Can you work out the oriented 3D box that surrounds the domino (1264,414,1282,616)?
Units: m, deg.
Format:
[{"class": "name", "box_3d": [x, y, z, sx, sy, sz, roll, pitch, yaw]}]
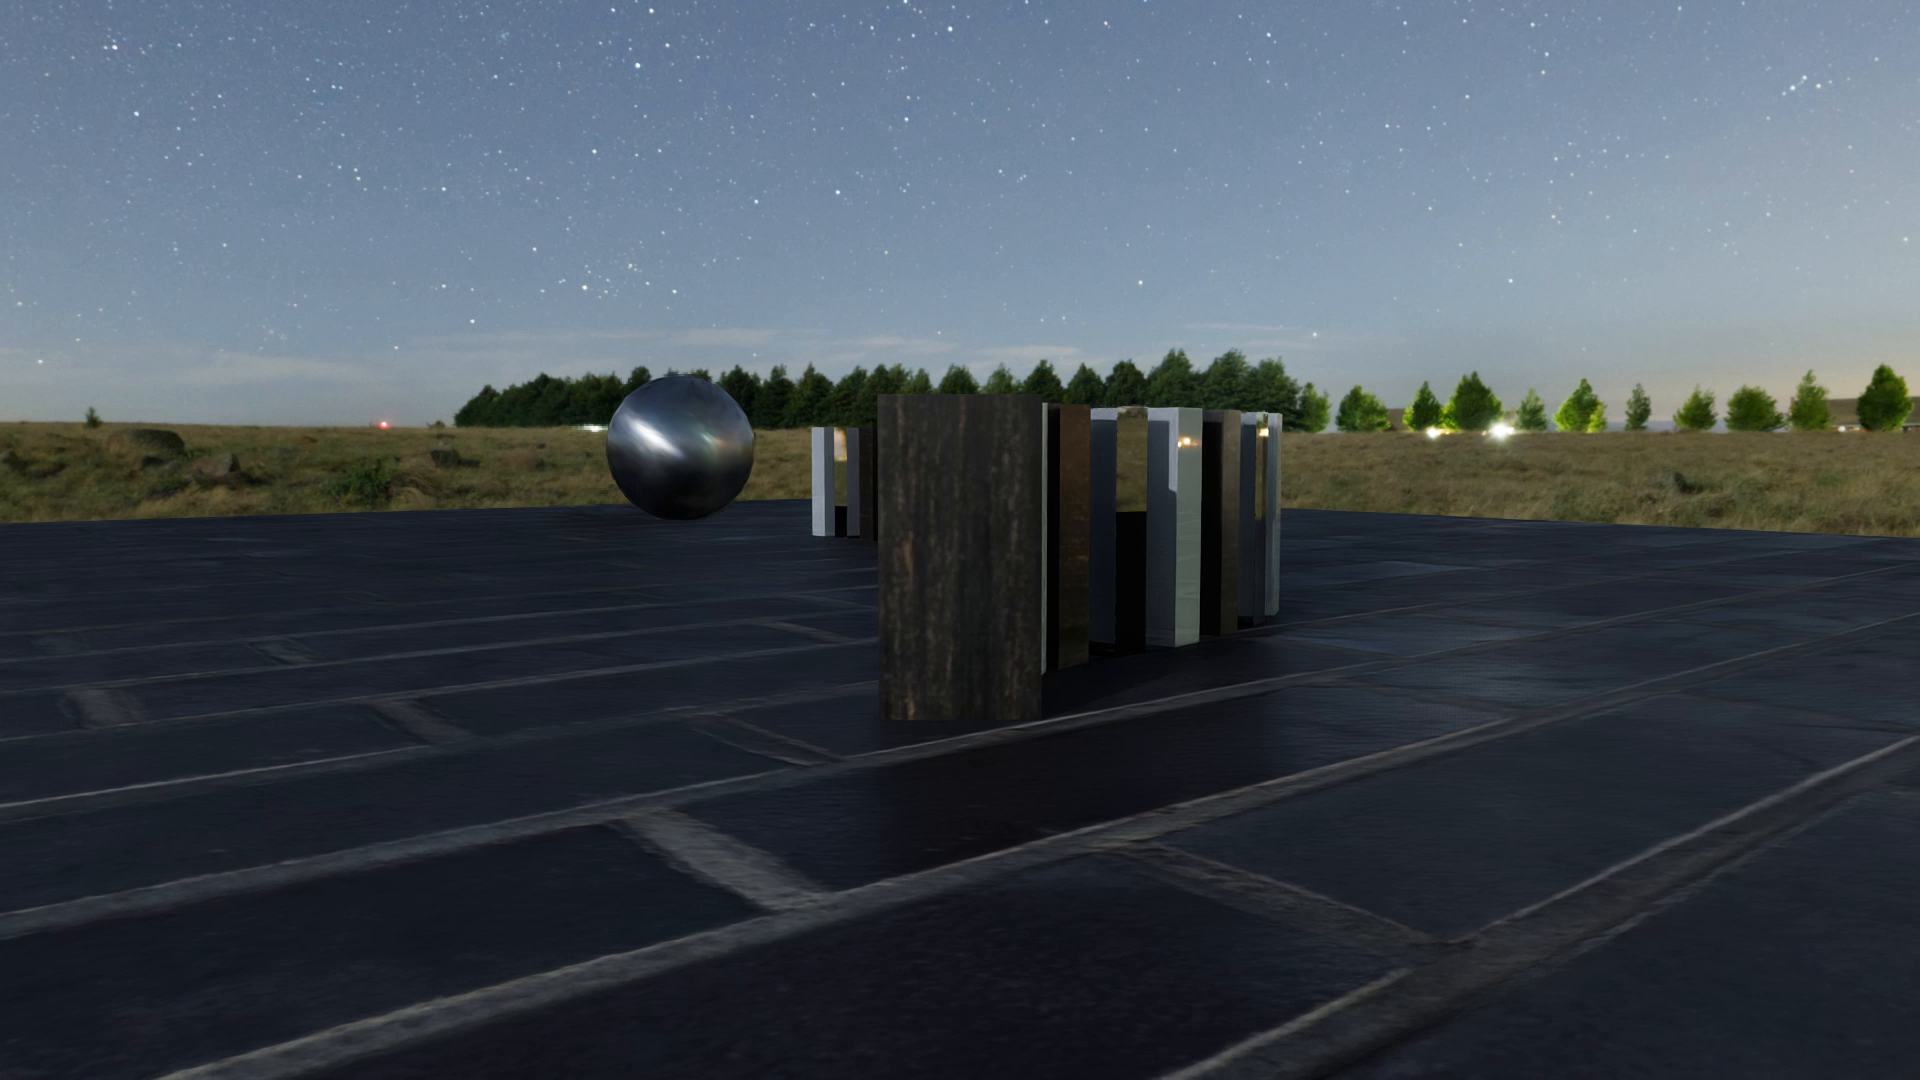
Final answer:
[{"class": "domino", "box_3d": [0.068, -0.007, 0.325, 0.025, 0.050, 0.009, 2, 5, 20]}]

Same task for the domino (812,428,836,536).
[{"class": "domino", "box_3d": [-0.056, -0.028, 0.601, 0.025, 0.050, 0.009, -4, 6, -42]}]

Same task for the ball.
[{"class": "ball", "box_3d": [-0.153, -0.050, 0.706, 0.080, 0.080, 0.080, 0, 4, 0]}]

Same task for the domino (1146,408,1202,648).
[{"class": "domino", "box_3d": [0.039, -0.003, 0.278, 0.025, 0.050, 0.009, 4, 6, 42]}]

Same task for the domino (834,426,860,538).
[{"class": "domino", "box_3d": [-0.044, -0.026, 0.587, 0.025, 0.050, 0.009, -4, 6, -40]}]

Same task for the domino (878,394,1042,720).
[{"class": "domino", "box_3d": [0.000, 0.002, 0.201, 0.025, 0.050, 0.009, 0, 4, 0]}]

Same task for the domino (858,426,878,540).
[{"class": "domino", "box_3d": [-0.032, -0.025, 0.573, 0.025, 0.050, 0.009, -4, 6, -42]}]

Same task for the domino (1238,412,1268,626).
[{"class": "domino", "box_3d": [0.060, -0.006, 0.308, 0.025, 0.050, 0.009, 2, 5, 30]}]

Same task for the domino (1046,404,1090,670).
[{"class": "domino", "box_3d": [0.013, -0.001, 0.253, 0.025, 0.050, 0.009, 4, 6, 42]}]

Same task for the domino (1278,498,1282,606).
[{"class": "domino", "box_3d": [0.072, -0.008, 0.343, 0.025, 0.050, 0.009, 1, 4, 9]}]

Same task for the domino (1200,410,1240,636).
[{"class": "domino", "box_3d": [0.050, -0.004, 0.293, 0.025, 0.050, 0.009, 3, 5, 35]}]

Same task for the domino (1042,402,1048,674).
[{"class": "domino", "box_3d": [0.003, 0.000, 0.237, 0.025, 0.050, 0.010, 1, 5, 19]}]

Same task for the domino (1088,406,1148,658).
[{"class": "domino", "box_3d": [0.026, -0.002, 0.265, 0.009, 0.050, 0.025, -4, 6, -43]}]
